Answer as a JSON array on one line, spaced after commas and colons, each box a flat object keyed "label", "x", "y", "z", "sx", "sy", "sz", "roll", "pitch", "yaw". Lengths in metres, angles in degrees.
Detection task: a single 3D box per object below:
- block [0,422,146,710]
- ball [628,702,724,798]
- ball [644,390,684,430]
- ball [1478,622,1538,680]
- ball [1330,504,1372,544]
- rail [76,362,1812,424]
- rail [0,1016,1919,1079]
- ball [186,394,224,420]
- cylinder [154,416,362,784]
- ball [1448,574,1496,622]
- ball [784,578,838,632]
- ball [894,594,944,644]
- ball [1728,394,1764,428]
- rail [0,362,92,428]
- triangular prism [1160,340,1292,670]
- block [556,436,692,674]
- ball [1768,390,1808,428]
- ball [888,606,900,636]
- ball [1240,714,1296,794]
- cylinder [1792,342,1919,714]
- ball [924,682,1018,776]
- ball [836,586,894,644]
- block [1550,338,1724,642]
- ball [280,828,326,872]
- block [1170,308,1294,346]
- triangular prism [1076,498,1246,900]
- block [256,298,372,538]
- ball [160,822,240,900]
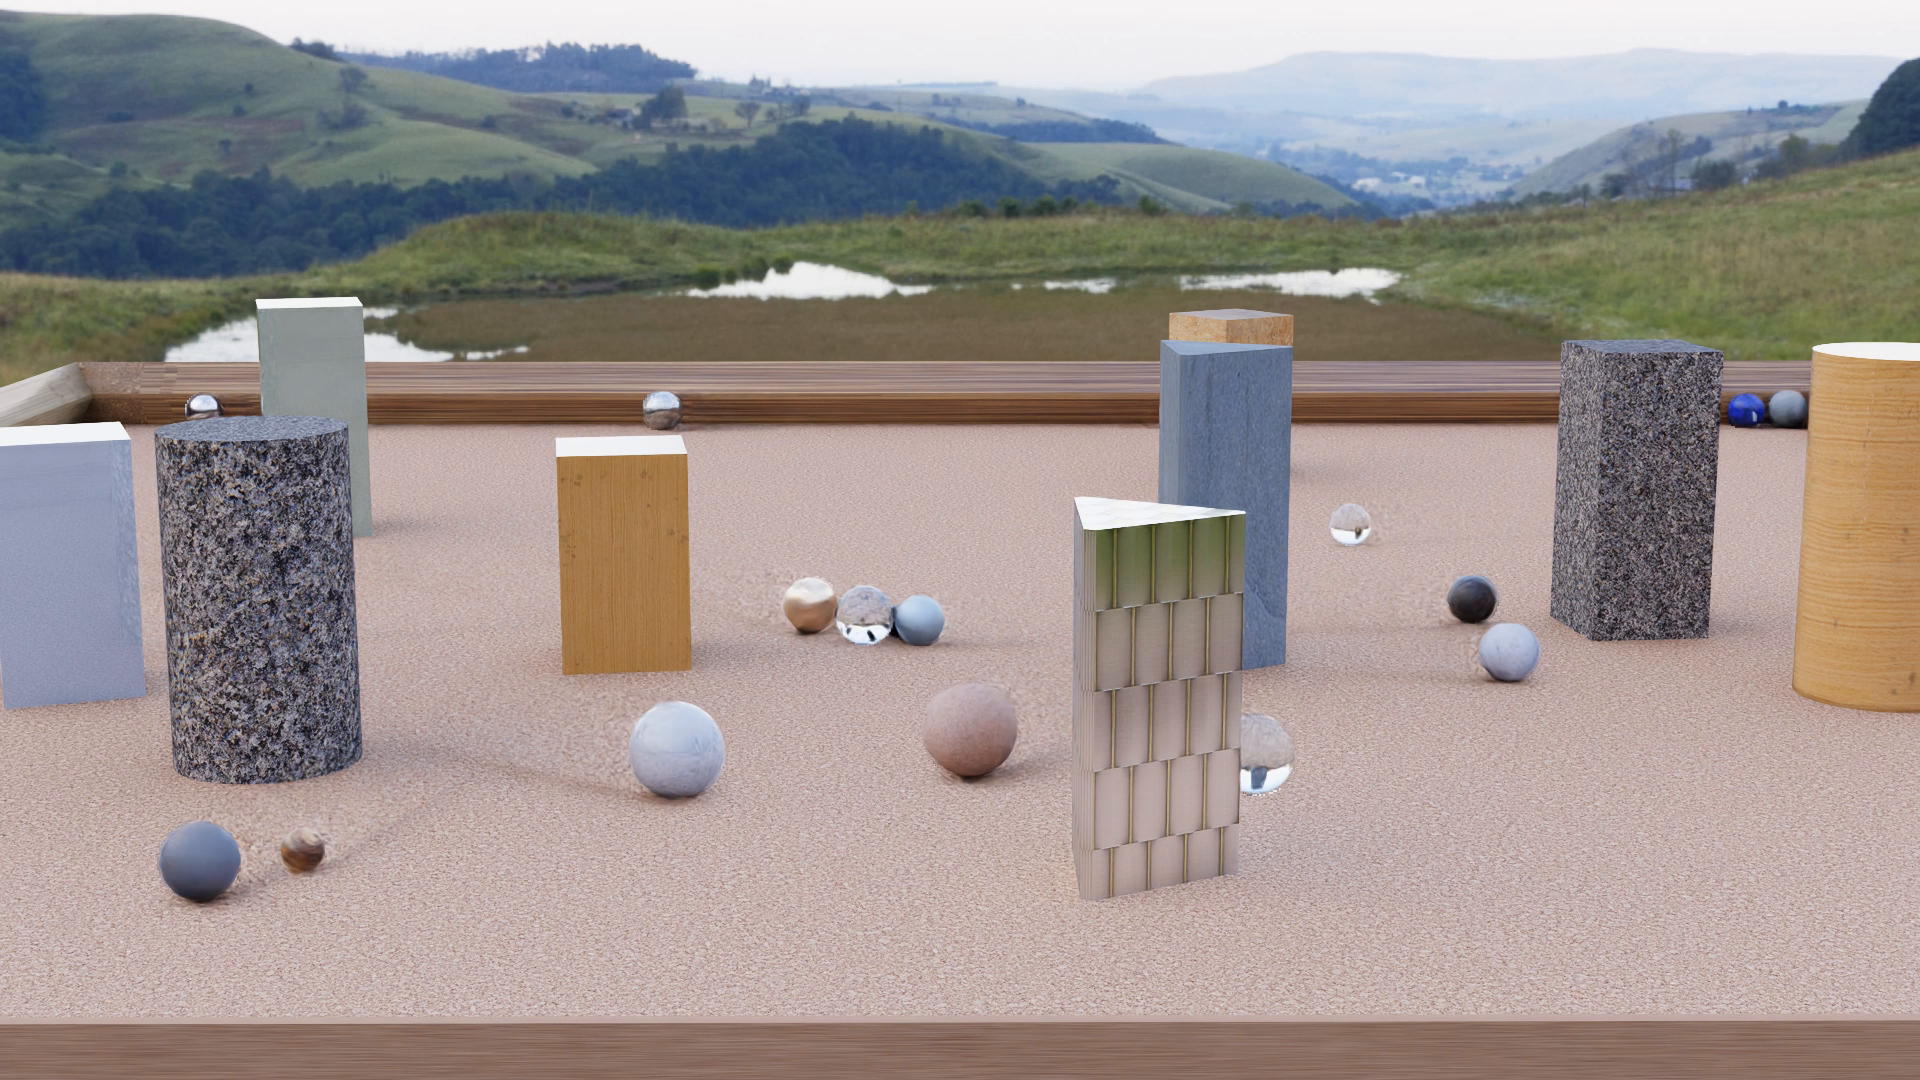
[{"label": "block", "x": -1.050, "y": 0.026, "z": 3.004, "sx": 0.155, "sy": 0.303, "sz": 0.155, "roll": -4, "pitch": 11, "yaw": -22}, {"label": "ball", "x": -0.285, "y": 0.210, "z": 2.578, "sx": 0.096, "sy": 0.096, "sz": 0.096, "roll": 0, "pitch": 11, "yaw": 0}, {"label": "ball", "x": -0.596, "y": -0.260, "z": 5.157, "sx": 0.079, "sy": 0.079, "sz": 0.079, "roll": 0, "pitch": 11, "yaw": 0}, {"label": "ball", "x": 0.655, "y": 0.133, "z": 3.065, "sx": 0.070, "sy": 0.070, "sz": 0.070, "roll": 0, "pitch": 11, "yaw": 0}, {"label": "ball", "x": 0.598, "y": -0.024, "z": 3.931, "sx": 0.063, "sy": 0.063, "sz": 0.063, "roll": 0, "pitch": 11, "yaw": 0}, {"label": "rail", "x": -0.010, "y": -0.298, "z": 5.227, "sx": 3.586, "sy": 0.126, "sz": 0.045, "roll": 0, "pitch": 11, "yaw": 0}, {"label": "rail", "x": 0.010, "y": 0.363, "z": 1.671, "sx": 3.586, "sy": 0.126, "sz": 0.045, "roll": 0, "pitch": 11, "yaw": 0}, {"label": "ball", "x": -1.523, "y": -0.259, "z": 5.176, "sx": 0.071, "sy": 0.071, "sz": 0.071, "roll": 0, "pitch": 11, "yaw": 0}, {"label": "cylinder", "x": -0.733, "y": 0.058, "z": 2.689, "sx": 0.194, "sy": 0.355, "sz": 0.194, "roll": 0, "pitch": 11, "yaw": 0}, {"label": "ball", "x": 0.675, "y": 0.077, "z": 3.382, "sx": 0.064, "sy": 0.064, "sz": 0.064, "roll": 0, "pitch": 11, "yaw": 0}, {"label": "ball", "x": -0.194, "y": 0.084, "z": 3.328, "sx": 0.070, "sy": 0.070, "sz": 0.070, "roll": 0, "pitch": 11, "yaw": 0}, {"label": "ball", "x": -0.051, "y": 0.101, "z": 3.255, "sx": 0.064, "sy": 0.064, "sz": 0.064, "roll": 0, "pitch": 11, "yaw": 0}, {"label": "ball", "x": 1.591, "y": -0.262, "z": 5.191, "sx": 0.071, "sy": 0.071, "sz": 0.071, "roll": 0, "pitch": 11, "yaw": 0}, {"label": "rail", "x": -1.769, "y": 0.034, "z": 3.439, "sx": 0.045, "sy": 0.126, "sz": 3.665, "roll": 0, "pitch": 11, "yaw": 0}, {"label": "triangular prism", "x": 0.291, "y": -0.043, "z": 3.138, "sx": 0.168, "sy": 0.391, "sz": 0.145, "roll": -7, "pitch": 13, "yaw": -33}, {"label": "block", "x": -0.415, "y": 0.016, "z": 3.160, "sx": 0.155, "sy": 0.266, "sz": 0.155, "roll": -2, "pitch": 11, "yaw": -9}, {"label": "ball", "x": 1.674, "y": -0.265, "z": 5.188, "sx": 0.078, "sy": 0.078, "sz": 0.078, "roll": 0, "pitch": 11, "yaw": 0}, {"label": "ball", "x": -0.082, "y": 0.104, "z": 3.301, "sx": 0.041, "sy": 0.041, "sz": 0.041, "roll": 0, "pitch": 11, "yaw": 0}, {"label": "ball", "x": 0.298, "y": 0.215, "z": 2.592, "sx": 0.081, "sy": 0.081, "sz": 0.081, "roll": 0, "pitch": 11, "yaw": 0}, {"label": "cylinder", "x": 1.077, "y": -0.018, "z": 2.972, "sx": 0.194, "sy": 0.402, "sz": 0.194, "roll": 0, "pitch": 11, "yaw": 0}, {"label": "ball", "x": 0.011, "y": 0.196, "z": 2.654, "sx": 0.097, "sy": 0.097, "sz": 0.097, "roll": 0, "pitch": 11, "yaw": 0}, {"label": "ball", "x": -0.120, "y": 0.095, "z": 3.255, "sx": 0.075, "sy": 0.075, "sz": 0.075, "roll": 0, "pitch": 11, "yaw": 0}, {"label": "block", "x": 0.875, "y": -0.068, "z": 3.327, "sx": 0.155, "sy": 0.369, "sz": 0.155, "roll": -1, "pitch": 11, "yaw": -7}, {"label": "ball", "x": -0.600, "y": 0.283, "z": 2.341, "sx": 0.041, "sy": 0.041, "sz": 0.041, "roll": 0, "pitch": 11, "yaw": 0}, {"label": "block", "x": 0.481, "y": -0.258, "z": 4.574, "sx": 0.155, "sy": 0.289, "sz": 0.155, "roll": -7, "pitch": 13, "yaw": -34}, {"label": "triangular prism", "x": 0.146, "y": 0.135, "z": 2.335, "sx": 0.168, "sy": 0.333, "sz": 0.145, "roll": -6, "pitch": 12, "yaw": -30}, {"label": "block", "x": -1.013, "y": -0.192, "z": 4.022, "sx": 0.155, "sy": 0.360, "sz": 0.155, "roll": -3, "pitch": 11, "yaw": -16}, {"label": "ball", "x": -0.670, "y": 0.283, "z": 2.262, "sx": 0.069, "sy": 0.069, "sz": 0.069, "roll": 0, "pitch": 11, "yaw": 0}]
